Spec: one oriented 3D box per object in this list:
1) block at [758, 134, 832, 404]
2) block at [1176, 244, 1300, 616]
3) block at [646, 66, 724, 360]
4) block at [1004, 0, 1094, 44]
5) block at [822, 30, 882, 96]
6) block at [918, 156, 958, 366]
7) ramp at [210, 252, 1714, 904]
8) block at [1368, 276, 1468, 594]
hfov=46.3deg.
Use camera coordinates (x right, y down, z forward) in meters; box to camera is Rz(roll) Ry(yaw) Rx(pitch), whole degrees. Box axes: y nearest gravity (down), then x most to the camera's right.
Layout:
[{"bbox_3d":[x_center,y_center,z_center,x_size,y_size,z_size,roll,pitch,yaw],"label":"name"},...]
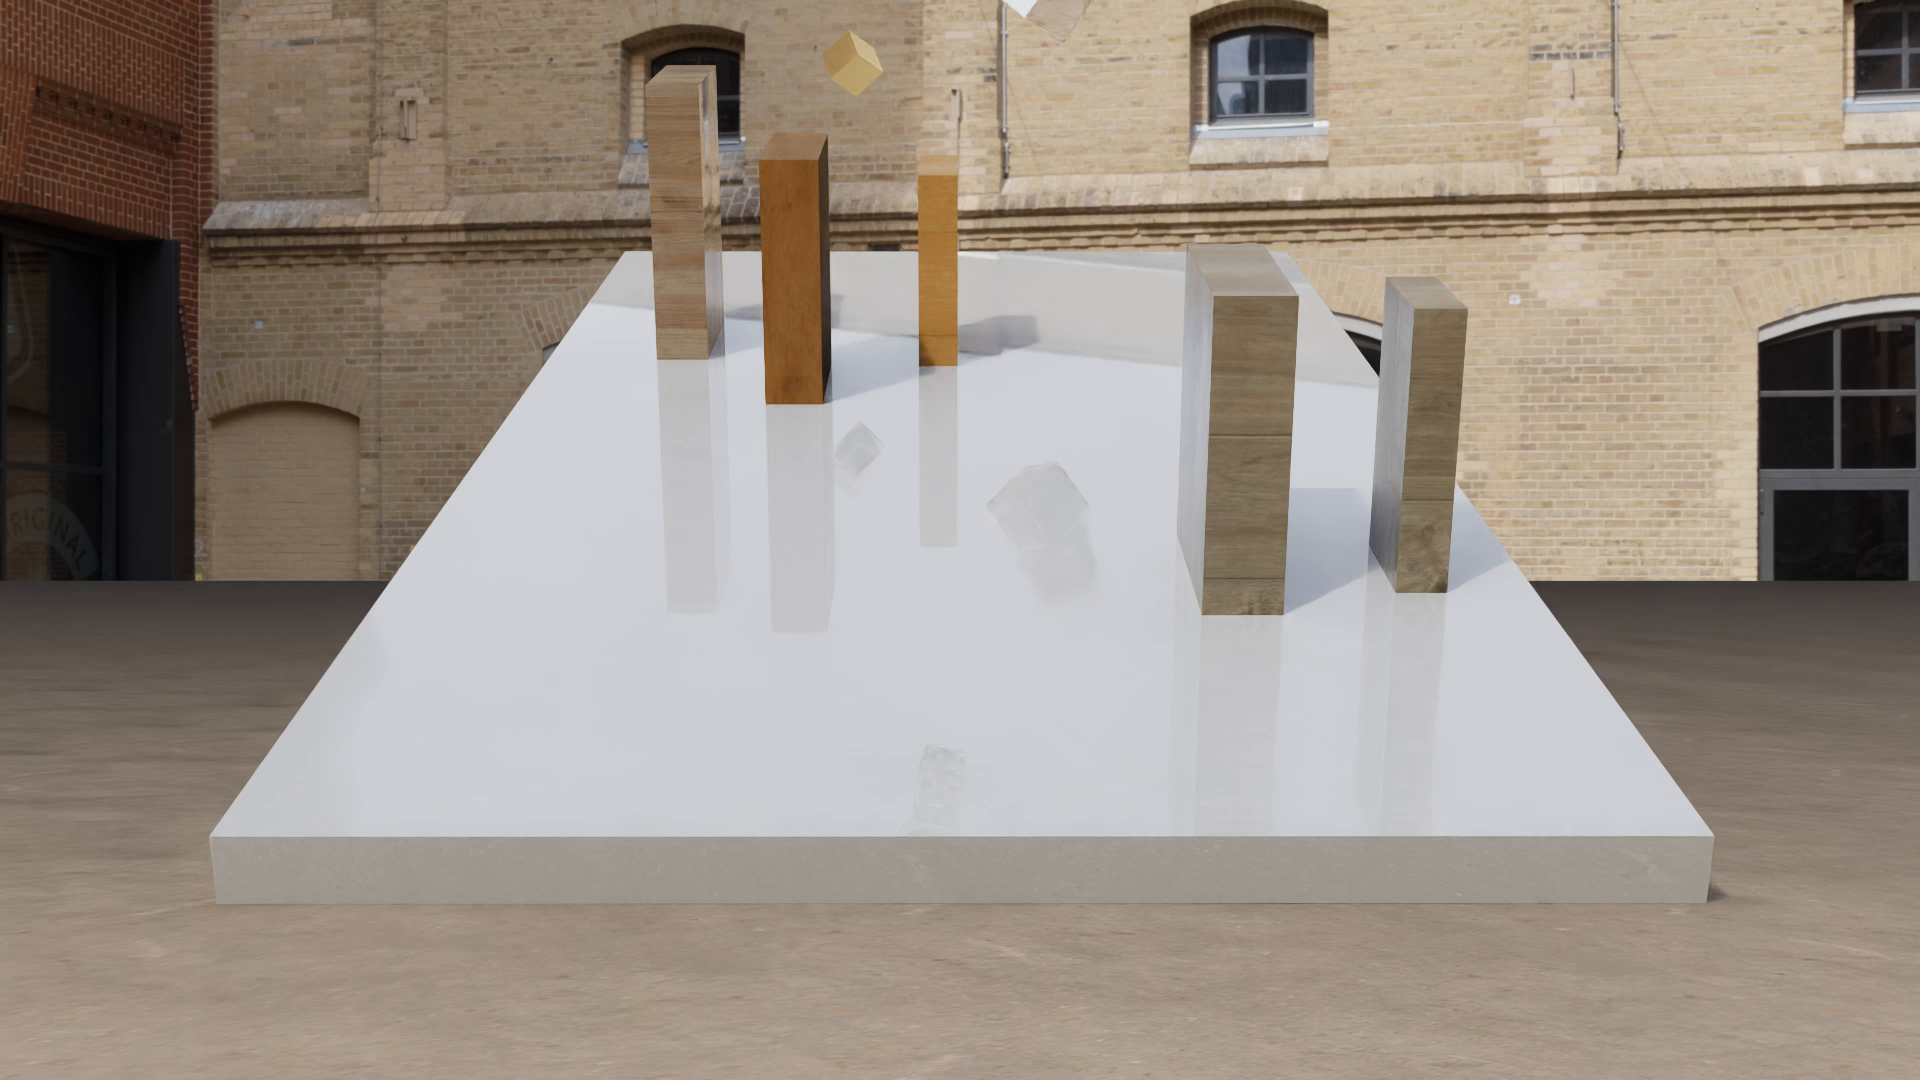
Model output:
[{"bbox_3d":[-0.376,-0.632,5.181,0.130,0.553,0.397,0,18,0],"label":"block"},{"bbox_3d":[0.476,-0.202,3.904,0.137,0.547,0.440,0,18,0],"label":"block"},{"bbox_3d":[-0.678,-0.819,5.569,0.125,0.662,0.407,0,18,0],"label":"block"},{"bbox_3d":[0.245,-1.584,6.450,0.187,0.187,0.187,20,22,-49],"label":"block"},{"bbox_3d":[-0.308,-1.367,6.436,0.109,0.109,0.109,-38,-41,24],"label":"block"},{"bbox_3d":[-0.053,-0.688,5.496,0.094,0.461,0.313,0,18,0],"label":"block"},{"bbox_3d":[-0.004,-0.191,4.893,2.000,0.100,4.000,0,18,0],"label":"ramp"},{"bbox_3d":[0.799,-0.188,3.932,0.089,0.502,0.261,0,18,0],"label":"block"}]
